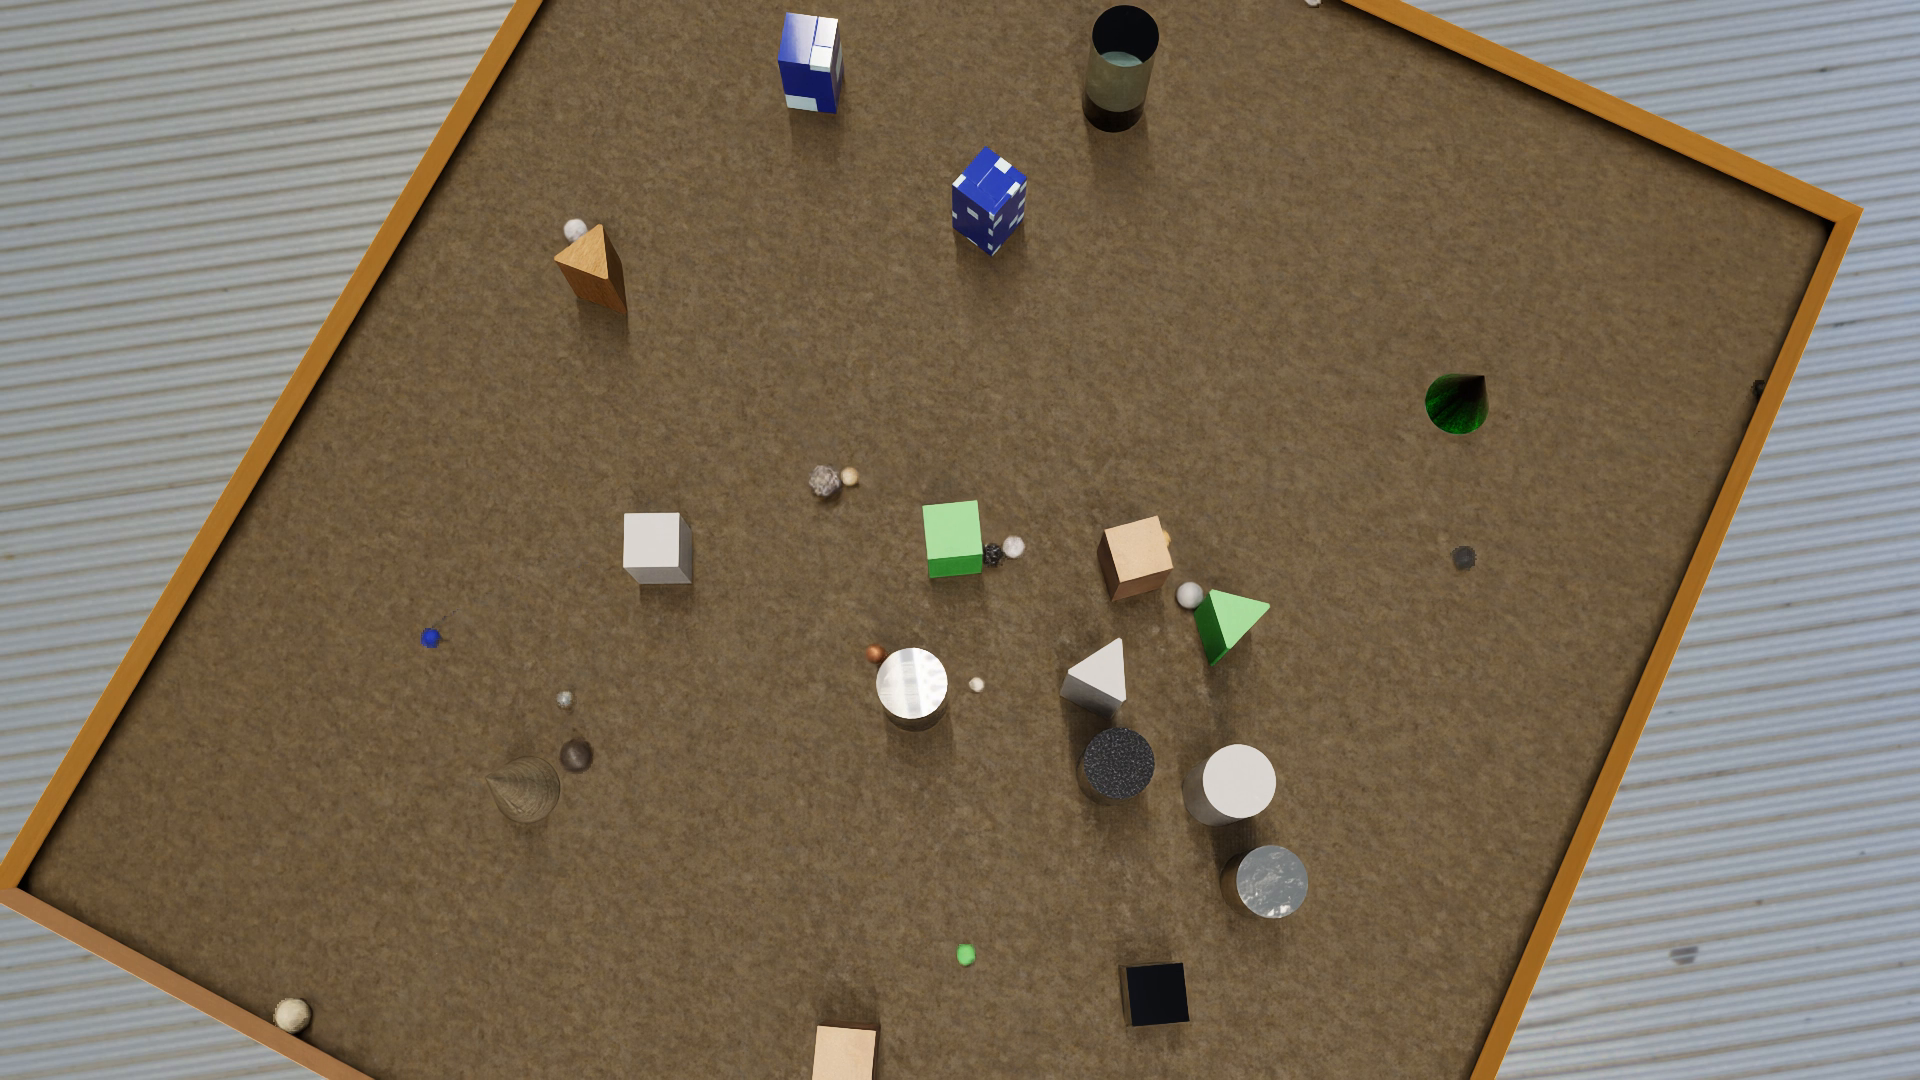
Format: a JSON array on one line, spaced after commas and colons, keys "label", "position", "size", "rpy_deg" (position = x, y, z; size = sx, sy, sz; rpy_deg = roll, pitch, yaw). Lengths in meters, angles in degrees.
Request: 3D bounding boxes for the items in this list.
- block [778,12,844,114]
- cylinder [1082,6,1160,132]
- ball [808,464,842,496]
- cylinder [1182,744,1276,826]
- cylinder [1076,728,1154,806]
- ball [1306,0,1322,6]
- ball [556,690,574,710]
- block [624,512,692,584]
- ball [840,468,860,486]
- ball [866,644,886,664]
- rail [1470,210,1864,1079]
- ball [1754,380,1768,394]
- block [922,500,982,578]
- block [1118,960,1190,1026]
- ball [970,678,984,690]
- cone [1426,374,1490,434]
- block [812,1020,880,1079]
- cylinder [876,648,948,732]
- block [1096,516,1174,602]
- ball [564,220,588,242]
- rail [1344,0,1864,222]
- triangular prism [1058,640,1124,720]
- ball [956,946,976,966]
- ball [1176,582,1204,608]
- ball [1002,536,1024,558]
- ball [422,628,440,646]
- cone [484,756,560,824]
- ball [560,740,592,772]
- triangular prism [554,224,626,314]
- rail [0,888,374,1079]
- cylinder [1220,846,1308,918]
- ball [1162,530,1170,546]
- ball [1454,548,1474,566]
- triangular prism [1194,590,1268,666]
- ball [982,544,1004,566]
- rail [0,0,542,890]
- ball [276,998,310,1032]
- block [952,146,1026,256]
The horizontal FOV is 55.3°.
[{"label": "block", "position": [-0.465, -1.494, 5.757], "size": [0.160, 0.330, 0.160], "rpy_deg": [8, 78, 2]}, {"label": "cylinder", "position": [0.493, -1.453, 5.680], "size": [0.199, 0.465, 0.199], "rpy_deg": [0, 78, 0]}, {"label": "ball", "position": [-0.414, -0.181, 5.603], "size": [0.100, 0.100, 0.100], "rpy_deg": [0, 78, 0]}, {"label": "cylinder", "position": [0.763, 0.705, 5.231], "size": [0.199, 0.469, 0.199], "rpy_deg": [0, 78, 0]}, {"label": "cylinder", "position": [0.446, 0.659, 5.304], "size": [0.199, 0.345, 0.199], "rpy_deg": [0, 78, 0]}, {"label": "ball", "position": [1.149, -1.764, 5.954], "size": [0.055, 0.055, 0.055], "rpy_deg": [0, 78, 0]}, {"label": "ball", "position": [-1.184, 0.479, 5.489], "size": [0.055, 0.055, 0.055], "rpy_deg": [0, 78, 0]}, {"label": "block", "position": [-0.899, 0.027, 5.473], "size": [0.160, 0.270, 0.160], "rpy_deg": [-1, 78, 0]}, {"label": "ball", "position": [-0.338, -0.194, 5.627], "size": [0.057, 0.057, 0.057], "rpy_deg": [0, 78, 0]}, {"label": "ball", "position": [-0.251, 0.344, 5.515], "size": [0.060, 0.060, 0.060], "rpy_deg": [0, 78, 0]}, {"label": "rail", "position": [1.810, 0.893, 5.364], "size": [0.045, 0.130, 4.388], "rpy_deg": [26, 80, 5]}, {"label": "ball", "position": [2.489, -0.473, 5.693], "size": [0.043, 0.043, 0.043], "rpy_deg": [0, 78, 0]}, {"label": "block", "position": [-0.022, 0.001, 5.465], "size": [0.160, 0.297, 0.160], "rpy_deg": [-6, 78, -1]}, {"label": "block", "position": [0.550, 1.290, 5.222], "size": [0.160, 0.251, 0.160], "rpy_deg": [-5, 78, -1]}, {"label": "ball", "position": [0.049, 0.433, 5.506], "size": [0.041, 0.041, 0.041], "rpy_deg": [0, 78, 0]}, {"label": "cone", "position": [1.548, -0.455, 5.556], "size": [0.199, 0.302, 0.199], "rpy_deg": [0, 78, 0]}, {"label": "block", "position": [-0.316, 1.445, 5.150], "size": [0.160, 0.328, 0.160], "rpy_deg": [5, 78, 1]}, {"label": "cylinder", "position": [-0.136, 0.440, 5.334], "size": [0.199, 0.376, 0.199], "rpy_deg": [0, 78, 0]}, {"label": "block", "position": [0.516, 0.058, 5.439], "size": [0.160, 0.325, 0.160], "rpy_deg": [-15, 79, -3]}, {"label": "ball", "position": [-1.212, -0.974, 5.781], "size": [0.073, 0.073, 0.073], "rpy_deg": [0, 78, 0]}, {"label": "rail", "position": [0.971, -1.894, 5.942], "size": [4.096, 0.130, 0.045], "rpy_deg": [26, 80, 5]}, {"label": "triangular prism", "position": [0.408, 0.386, 5.286], "size": [0.173, 0.490, 0.150], "rpy_deg": [27, 80, 5]}, {"label": "ball", "position": [0.018, 1.210, 5.337], "size": [0.056, 0.056, 0.056], "rpy_deg": [0, 78, 0]}, {"label": "ball", "position": [0.695, 0.167, 5.541], "size": [0.082, 0.082, 0.082], "rpy_deg": [0, 78, 0]}, {"label": "ball", "position": [0.162, 0.020, 5.579], "size": [0.066, 0.066, 0.066], "rpy_deg": [0, 78, 0]}, {"label": "ball", "position": [-1.595, 0.293, 5.531], "size": [0.050, 0.050, 0.050], "rpy_deg": [0, 78, 0]}, {"label": "cone", "position": [-1.291, 0.693, 5.219], "size": [0.199, 0.497, 0.199], "rpy_deg": [0, 78, 0]}, {"label": "ball", "position": [-1.141, 0.639, 5.437], "size": [0.094, 0.094, 0.094], "rpy_deg": [0, 78, 0]}, {"label": "triangular prism", "position": [-1.102, -0.844, 5.627], "size": [0.173, 0.321, 0.150], "rpy_deg": [21, 79, 4]}, {"label": "rail", "position": [-0.971, 1.908, 5.154], "size": [4.096, 0.130, 0.045], "rpy_deg": [26, 80, 5]}, {"label": "cylinder", "position": [0.866, 0.981, 5.244], "size": [0.199, 0.331, 0.199], "rpy_deg": [0, 78, 0]}, {"label": "ball", "position": [0.608, -0.001, 5.584], "size": [0.064, 0.064, 0.064], "rpy_deg": [0, 78, 0]}, {"label": "ball", "position": [1.535, 0.051, 5.577], "size": [0.057, 0.057, 0.057], "rpy_deg": [0, 78, 0]}, {"label": "triangular prism", "position": [0.766, 0.232, 5.381], "size": [0.150, 0.368, 0.173], "rpy_deg": [44, 82, 8]}, {"label": "ball", "position": [0.096, 0.046, 5.572], "size": [0.070, 0.070, 0.070], "rpy_deg": [0, 78, 0]}, {"label": "rail", "position": [-1.810, -0.880, 5.732], "size": [0.045, 0.130, 4.388], "rpy_deg": [26, 80, 5]}, {"label": "ball", "position": [-1.922, 1.371, 5.284], "size": [0.096, 0.096, 0.096], "rpy_deg": [0, 78, 0]}, {"label": "block", "position": [0.089, -1.041, 5.657], "size": [0.160, 0.343, 0.160], "rpy_deg": [38, 81, 7]}]
